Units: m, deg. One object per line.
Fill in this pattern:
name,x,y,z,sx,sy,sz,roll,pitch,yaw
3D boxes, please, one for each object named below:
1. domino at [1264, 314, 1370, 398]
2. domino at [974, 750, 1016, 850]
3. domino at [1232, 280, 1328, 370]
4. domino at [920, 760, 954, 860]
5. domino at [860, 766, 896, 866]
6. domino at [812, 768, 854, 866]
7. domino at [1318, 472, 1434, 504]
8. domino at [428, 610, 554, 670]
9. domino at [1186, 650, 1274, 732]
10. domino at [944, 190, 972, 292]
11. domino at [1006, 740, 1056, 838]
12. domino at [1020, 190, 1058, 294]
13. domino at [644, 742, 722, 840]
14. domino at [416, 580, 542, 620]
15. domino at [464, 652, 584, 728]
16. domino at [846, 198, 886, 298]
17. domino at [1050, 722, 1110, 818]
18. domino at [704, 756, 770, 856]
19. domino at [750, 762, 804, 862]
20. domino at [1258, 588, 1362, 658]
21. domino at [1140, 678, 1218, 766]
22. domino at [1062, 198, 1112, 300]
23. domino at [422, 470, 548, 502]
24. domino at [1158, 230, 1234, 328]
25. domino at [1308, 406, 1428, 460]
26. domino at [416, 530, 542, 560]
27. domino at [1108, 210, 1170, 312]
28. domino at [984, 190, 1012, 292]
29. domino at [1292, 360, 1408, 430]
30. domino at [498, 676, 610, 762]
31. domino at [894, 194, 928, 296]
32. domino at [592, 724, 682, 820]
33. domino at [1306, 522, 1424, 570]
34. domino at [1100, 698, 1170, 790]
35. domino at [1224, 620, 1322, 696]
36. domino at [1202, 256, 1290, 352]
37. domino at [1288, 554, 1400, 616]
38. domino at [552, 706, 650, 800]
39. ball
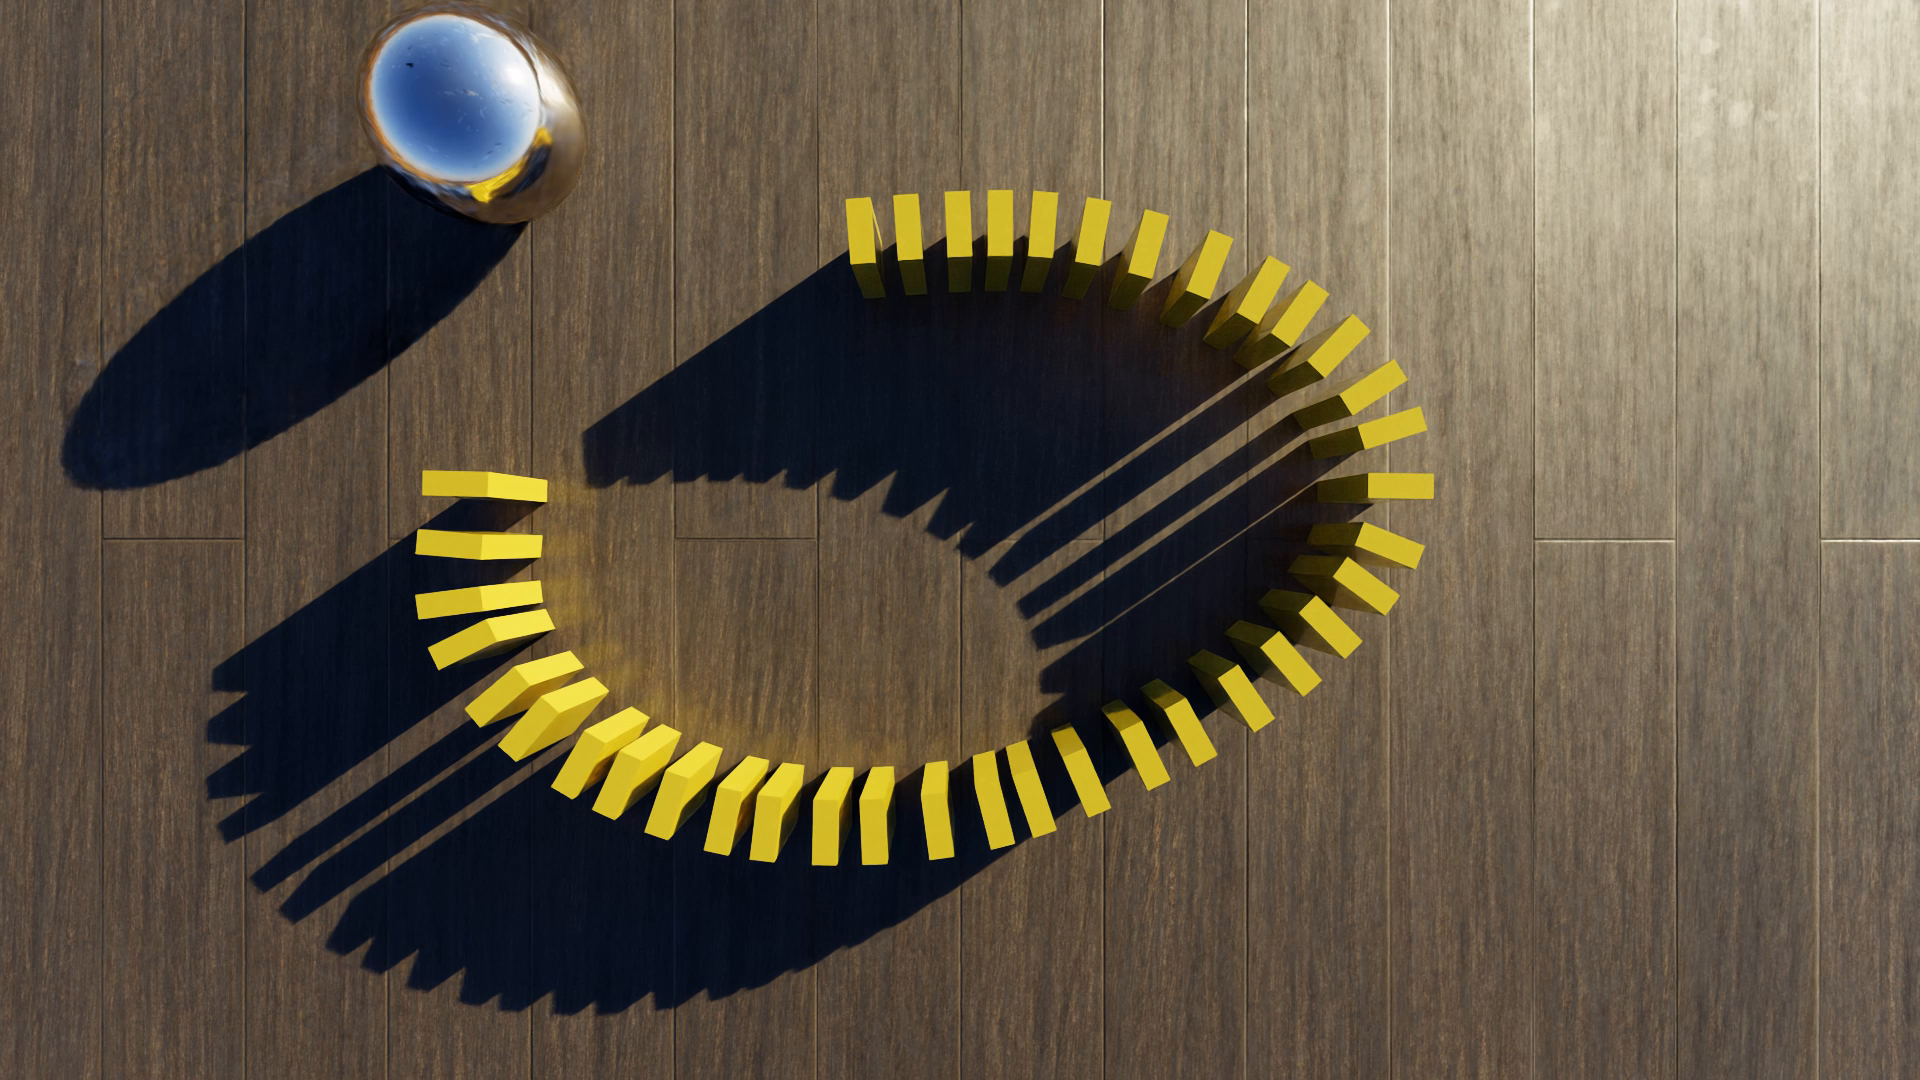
domino,0.145,-0.074,0.375,0.009,0.050,0.025,44,90,0
domino,0.013,0.105,0.375,0.010,0.050,0.025,-14,90,0
domino,0.130,-0.087,0.375,0.009,0.050,0.025,36,90,0
domino,-0.009,0.109,0.375,0.009,0.050,0.025,-8,90,0
domino,-0.033,0.112,0.375,0.009,0.050,0.025,-3,90,0
domino,-0.052,0.112,0.375,0.009,0.050,0.025,1,90,0
domino,0.168,-0.021,0.375,0.025,0.050,0.009,1,90,0
domino,-0.190,0.040,0.375,0.025,0.050,0.009,-26,90,0
domino,0.109,0.061,0.375,0.010,0.050,0.025,-34,90,0
domino,-0.001,-0.121,0.375,0.009,0.050,0.025,-3,90,0
domino,0.029,0.101,0.375,0.009,0.050,0.025,-19,90,0
domino,0.032,-0.121,0.375,0.010,0.050,0.025,5,90,0
domino,-0.112,0.101,0.375,0.010,0.050,0.025,19,90,0
domino,-0.195,0.024,0.375,0.025,0.050,0.010,-7,90,0
domino,-0.177,0.060,0.375,0.025,0.050,0.010,-40,90,0
domino,-0.038,-0.118,0.375,0.010,0.050,0.025,-5,90,0
domino,0.048,0.093,0.375,0.009,0.050,0.025,-23,90,0
domino,-0.091,0.107,0.375,0.010,0.050,0.025,12,90,0
domino,-0.074,0.110,0.375,0.010,0.050,0.025,7,90,0
domino,0.142,0.033,0.375,0.025,0.050,0.010,45,90,0
domino,0.088,0.073,0.375,0.010,0.050,0.025,-29,90,0
domino,0.051,-0.118,0.375,0.010,0.050,0.025,10,90,0
domino,-0.193,-0.022,0.375,0.025,0.050,0.009,1,90,0
domino,0.096,-0.105,0.375,0.010,0.050,0.025,22,90,0
domino,0.165,-0.043,0.375,0.025,0.050,0.010,-17,90,0
domino,-0.195,0.002,0.375,0.025,0.050,0.009,5,90,0
domino,0.072,-0.113,0.375,0.009,0.050,0.025,15,90,0
domino,0.015,-0.121,0.375,0.010,0.050,0.025,0,90,0
domino,0.158,-0.058,0.375,0.025,0.050,0.010,-33,90,0
domino,-0.165,0.072,0.375,0.009,0.050,0.025,41,90,0
domino,-0.020,-0.120,0.375,0.009,0.050,0.025,-4,90,0
domino,-0.131,0.094,0.375,0.009,0.050,0.025,25,90,0
domino,0.164,0.002,0.375,0.025,0.050,0.009,22,90,0
domino,0.071,0.082,0.375,0.009,0.050,0.025,-26,90,0
domino,0.127,0.047,0.375,0.010,0.050,0.025,-41,90,0
domino,0.116,-0.096,0.375,0.010,0.050,0.025,30,90,0
domino,0.155,0.018,0.375,0.025,0.050,0.010,36,90,0
domino,-0.146,0.086,0.375,0.010,0.050,0.025,31,90,0
ball,-0.190,-0.166,0.360,0.080,0.080,0.080,0,90,0
